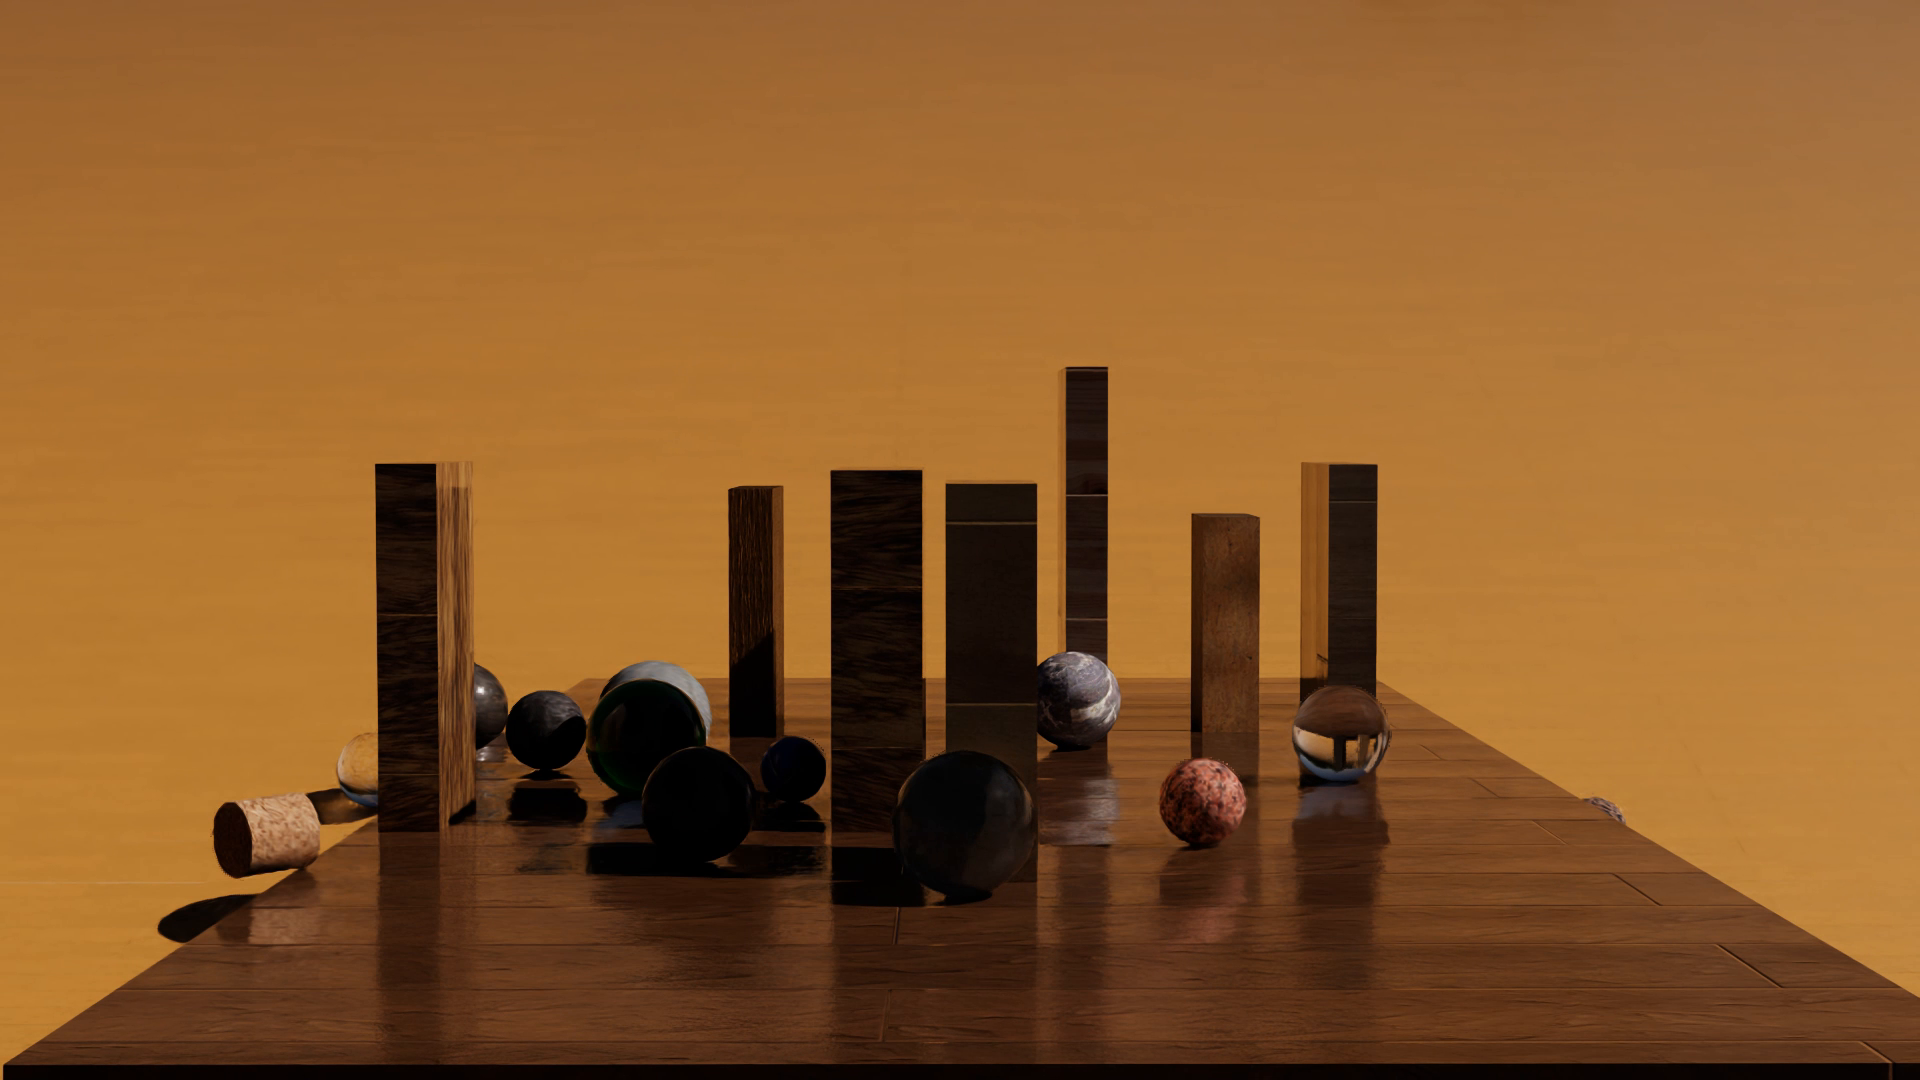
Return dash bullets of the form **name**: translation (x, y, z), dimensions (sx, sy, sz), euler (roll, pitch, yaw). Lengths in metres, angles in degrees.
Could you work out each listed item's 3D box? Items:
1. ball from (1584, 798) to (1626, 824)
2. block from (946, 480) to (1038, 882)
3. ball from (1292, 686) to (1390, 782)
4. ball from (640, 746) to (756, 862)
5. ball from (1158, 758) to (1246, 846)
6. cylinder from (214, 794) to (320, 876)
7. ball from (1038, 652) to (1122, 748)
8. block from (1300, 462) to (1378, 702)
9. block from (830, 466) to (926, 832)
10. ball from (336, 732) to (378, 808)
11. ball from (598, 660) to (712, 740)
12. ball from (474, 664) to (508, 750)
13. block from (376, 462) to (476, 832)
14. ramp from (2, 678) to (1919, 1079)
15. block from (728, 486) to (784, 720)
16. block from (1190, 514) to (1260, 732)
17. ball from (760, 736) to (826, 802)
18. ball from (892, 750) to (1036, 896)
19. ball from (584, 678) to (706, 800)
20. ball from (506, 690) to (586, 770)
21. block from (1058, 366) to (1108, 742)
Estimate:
- **ball**: translation (1.449, 0.658, 5.873), dimensions (0.142, 0.142, 0.142), euler (0, 23, 0)
- **block**: translation (0.043, 0.193, 3.684), dimensions (0.126, 0.552, 0.271), euler (0, 2, 0)
- **ball**: translation (0.677, 0.345, 4.582), dimensions (0.172, 0.172, 0.172), euler (0, 23, 0)
- **ball**: translation (-0.379, 0.383, 3.733), dimensions (0.168, 0.168, 0.168), euler (0, 23, 0)
- **ball**: translation (0.365, 0.395, 3.883), dimensions (0.130, 0.130, 0.130), euler (0, 23, 0)
- **cylinder**: translation (-0.984, 0.418, 3.652), dimensions (0.108, 0.108, 0.108), euler (-1, 18, -45)
- **ball**: translation (0.223, 0.315, 5.081), dimensions (0.191, 0.191, 0.191), euler (0, 23, 0)
- **block**: translation (0.839, 0.106, 5.721), dimensions (0.104, 0.554, 0.443), euler (0, 2, 0)
- **block**: translation (-0.130, 0.165, 4.207), dimensions (0.142, 0.564, 0.422), euler (0, 2, 0)
- **ball**: translation (-1.386, 0.543, 6.095), dimensions (0.178, 0.178, 0.178), euler (0, 23, 0)
- **ball**: translation (-0.557, 0.323, 4.678), dimensions (0.209, 0.209, 0.209), euler (0, 23, 0)
- **ball**: translation (-1.082, 0.366, 5.562), dimensions (0.209, 0.209, 0.209), euler (0, 23, 0)
- **block**: translation (-0.859, 0.162, 4.154), dimensions (0.095, 0.575, 0.303), euler (0, 2, 0)
- **ramp**: translation (0.053, 0.483, 4.539), dimensions (2.000, 0.100, 4.000), euler (0, 2, 0)
- **block**: translation (-0.454, 0.132, 5.760), dimensions (0.096, 0.500, 0.357), euler (0, 2, 0)
- **block**: translation (0.562, 0.170, 5.471), dimensions (0.118, 0.447, 0.263), euler (0, 2, 0)
- **ball**: translation (-0.280, 0.386, 4.334), dimensions (0.111, 0.111, 0.111), euler (0, 23, 0)
- **ball**: translation (0.005, 0.381, 3.458), dimensions (0.195, 0.195, 0.195), euler (0, 23, 0)
- **ball**: translation (-0.534, 0.338, 4.375), dimensions (0.205, 0.205, 0.205), euler (0, 23, 0)
- **ball**: translation (-0.765, 0.351, 4.756), dimensions (0.148, 0.148, 0.148), euler (0, 23, 0)
- **block**: translation (0.254, 0.021, 5.372), dimensions (0.084, 0.754, 0.415), euler (0, 2, 0)
